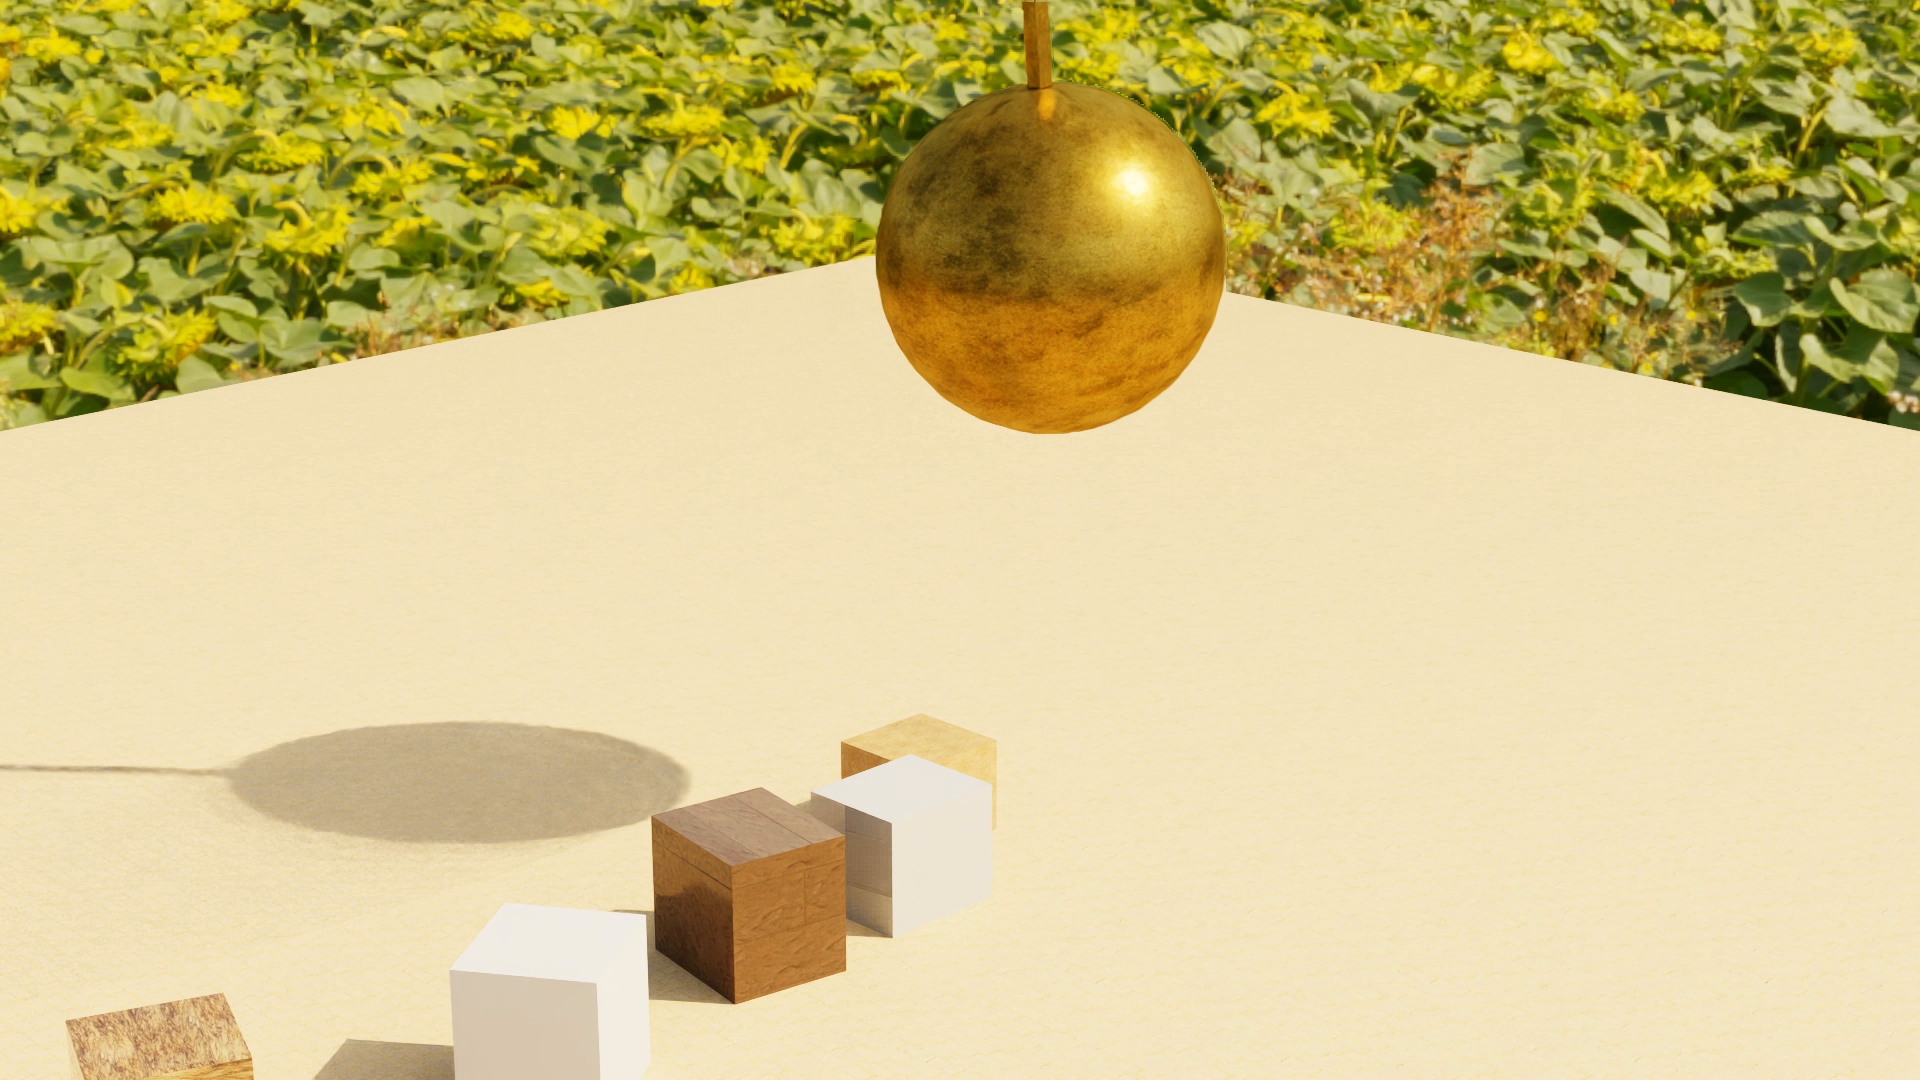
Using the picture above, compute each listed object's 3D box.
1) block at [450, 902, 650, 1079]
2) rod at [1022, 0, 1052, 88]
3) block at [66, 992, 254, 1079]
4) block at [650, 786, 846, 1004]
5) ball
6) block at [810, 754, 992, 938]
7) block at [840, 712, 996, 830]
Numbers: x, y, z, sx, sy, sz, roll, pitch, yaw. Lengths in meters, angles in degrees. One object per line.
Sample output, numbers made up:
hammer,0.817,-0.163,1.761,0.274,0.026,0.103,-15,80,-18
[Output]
block,-1.579,1.853,11.375,0.581,0.645,0.614,3,18,11
rod,0.178,-4.441,12.133,0.080,5.200,0.080,17,30,42
block,-2.906,2.089,10.707,0.574,0.594,0.567,-7,19,-23
block,-0.902,1.506,12.509,0.555,0.625,0.662,-12,21,-34
ball,0.412,-1.283,13.370,1.600,1.600,1.600,0,17,0
block,-0.260,1.360,13.110,0.518,0.544,0.622,16,24,42
block,-0.194,1.162,13.896,0.511,0.451,0.530,17,24,42
